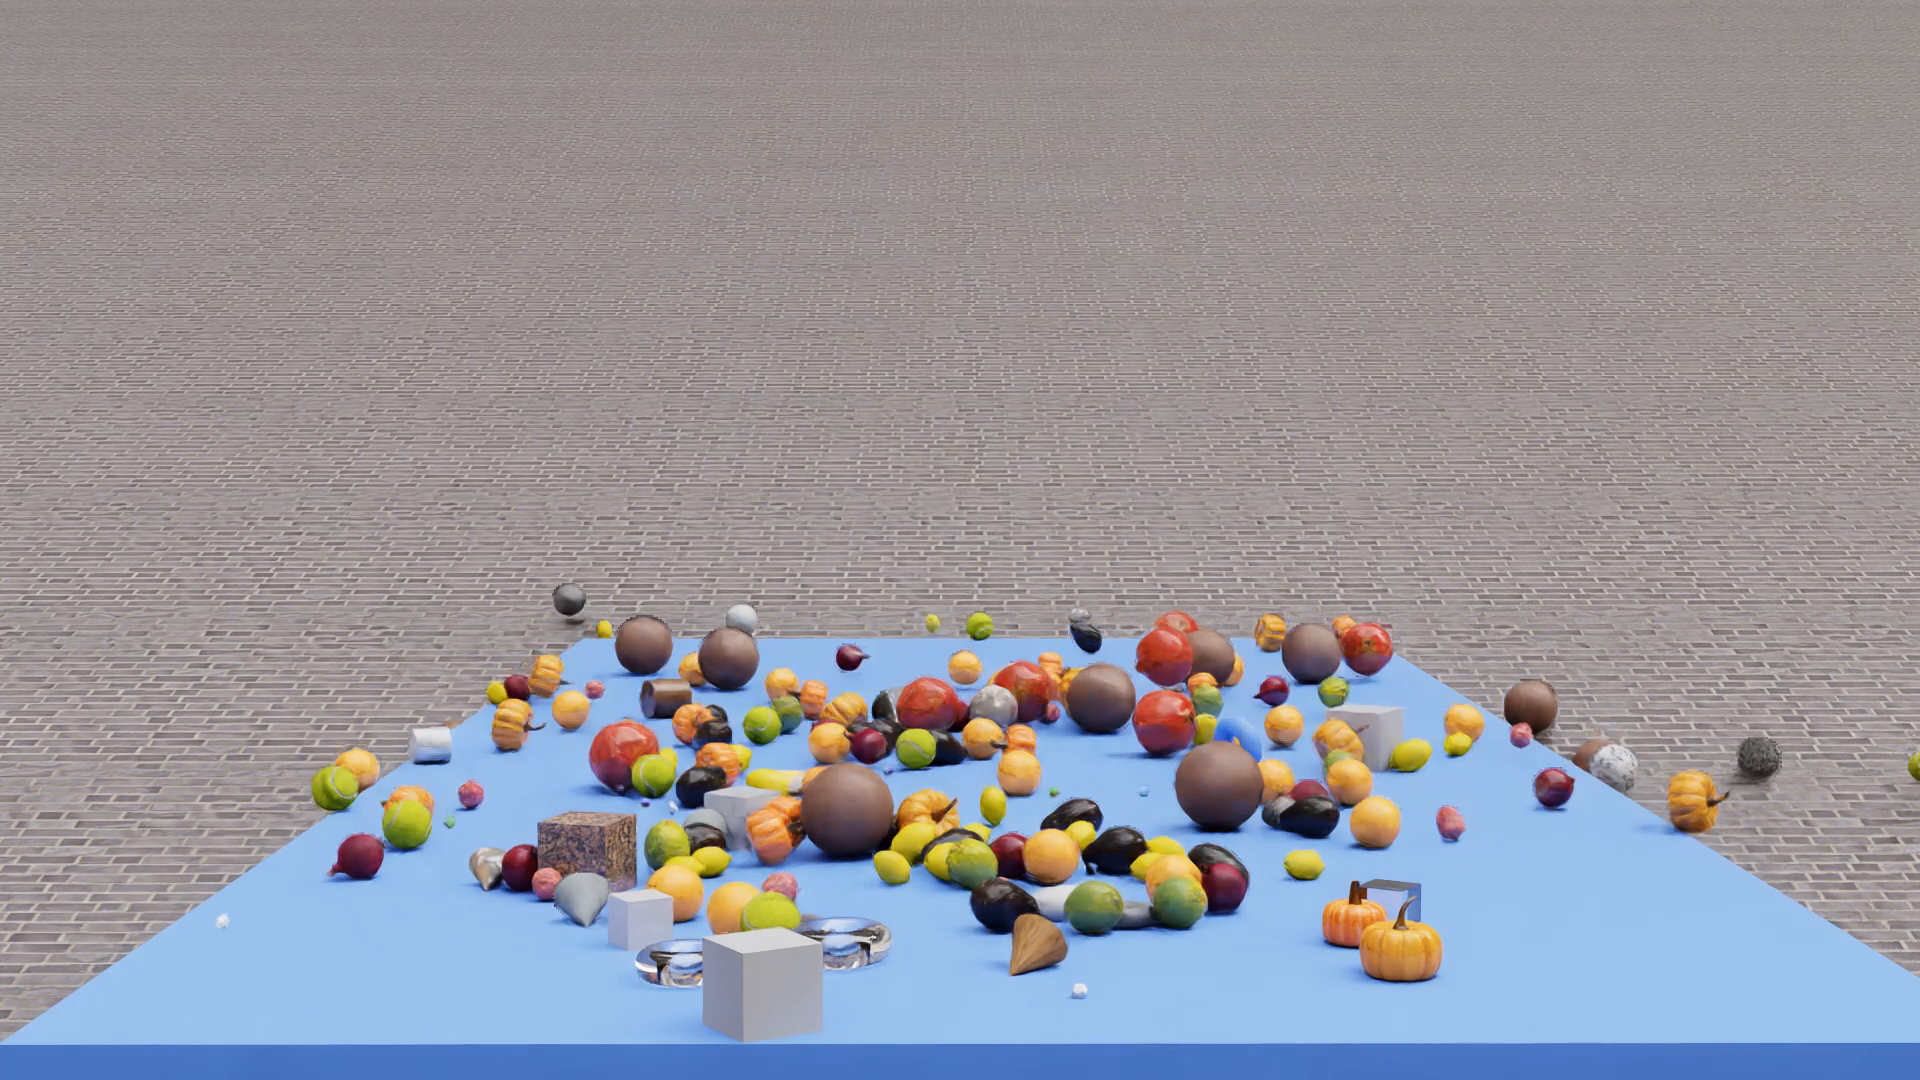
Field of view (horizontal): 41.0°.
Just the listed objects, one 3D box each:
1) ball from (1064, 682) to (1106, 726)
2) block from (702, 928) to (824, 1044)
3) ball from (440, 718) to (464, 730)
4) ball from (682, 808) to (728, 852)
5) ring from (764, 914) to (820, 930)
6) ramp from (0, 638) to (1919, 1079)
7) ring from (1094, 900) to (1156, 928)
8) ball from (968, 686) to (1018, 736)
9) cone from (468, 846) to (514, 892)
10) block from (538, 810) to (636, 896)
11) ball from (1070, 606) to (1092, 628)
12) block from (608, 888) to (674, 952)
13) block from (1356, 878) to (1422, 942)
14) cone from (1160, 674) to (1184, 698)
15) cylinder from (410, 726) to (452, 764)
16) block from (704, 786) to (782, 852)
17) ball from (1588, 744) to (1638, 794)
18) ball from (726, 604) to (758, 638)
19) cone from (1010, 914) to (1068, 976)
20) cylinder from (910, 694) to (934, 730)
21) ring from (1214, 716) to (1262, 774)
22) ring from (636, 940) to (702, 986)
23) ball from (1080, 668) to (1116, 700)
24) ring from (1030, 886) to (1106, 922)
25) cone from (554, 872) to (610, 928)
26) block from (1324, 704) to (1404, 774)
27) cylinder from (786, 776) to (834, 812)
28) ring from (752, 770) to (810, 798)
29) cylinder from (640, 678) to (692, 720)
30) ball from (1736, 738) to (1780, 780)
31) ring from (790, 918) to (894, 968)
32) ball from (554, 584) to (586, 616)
[{"bbox_3d":[0.238,0.312,4.876,0.081,0.081,0.081,0,20,0],"label":"ball"},{"bbox_3d":[-0.200,0.449,2.595,0.090,0.090,0.090,-2,4,-32],"label":"block"},{"bbox_3d":[-1.197,0.466,6.089,0.086,0.086,0.086,0,20,0],"label":"ball"},{"bbox_3d":[-0.354,0.403,3.562,0.062,0.062,0.062,0,20,0],"label":"ball"},{"bbox_3d":[-0.191,0.455,3.004,0.078,0.026,0.078,-1,3,0],"label":"ring"},{"bbox_3d":[0.047,0.424,4.534,2.000,0.100,4.000,0,4,0],"label":"ramp"},{"bbox_3d":[0.198,0.450,3.089,0.075,0.025,0.075,1,3,0],"label":"ring"},{"bbox_3d":[0.062,0.314,4.744,0.092,0.092,0.092,0,20,0],"label":"ball"},{"bbox_3d":[-0.608,0.436,3.314,0.058,0.058,0.058,-1,30,-3],"label":"cone"},{"bbox_3d":[-0.477,0.403,3.291,0.094,0.094,0.094,1,4,17],"label":"block"},{"bbox_3d":[0.321,0.205,6.846,0.058,0.058,0.058,0,20,0],"label":"ball"},{"bbox_3d":[-0.371,0.441,2.983,0.057,0.057,0.057,-2,4,-31],"label":"block"},{"bbox_3d":[0.506,0.437,3.034,0.058,0.058,0.058,2,4,33],"label":"block"},{"bbox_3d":[0.425,0.312,5.288,0.051,0.051,0.051,14,34,34],"label":"cone"},{"bbox_3d":[-0.907,0.352,4.399,0.060,0.060,0.060,-2,19,-22],"label":"cylinder"},{"bbox_3d":[-0.306,0.392,3.612,0.077,0.077,0.077,2,4,35],"label":"block"},{"bbox_3d":[1.161,0.408,4.563,0.088,0.088,0.088,0,20,0],"label":"ball"},{"bbox_3d":[-0.573,0.213,6.739,0.085,0.085,0.085,0,20,0],"label":"ball"},{"bbox_3d":[0.072,0.462,2.844,0.069,0.069,0.069,12,36,30],"label":"cone"},{"bbox_3d":[-0.077,0.324,4.845,0.060,0.060,0.060,0,4,0],"label":"cylinder"},{"bbox_3d":[0.461,0.340,4.265,0.034,0.102,0.102,-18,26,-35],"label":"ring"},{"bbox_3d":[-0.300,0.462,2.809,0.111,0.037,0.111,0,2,0],"label":"ring"},{"bbox_3d":[0.281,0.295,5.238,0.070,0.070,0.070,0,20,0],"label":"ball"},{"bbox_3d":[0.133,0.444,3.142,0.094,0.031,0.094,-1,4,0],"label":"ring"},{"bbox_3d":[-0.452,0.448,3.095,0.067,0.067,0.067,-4,32,-11],"label":"cone"},{"bbox_3d":[0.684,0.335,4.345,0.100,0.100,0.100,2,4,32],"label":"block"},{"bbox_3d":[-0.228,0.386,3.915,0.051,0.051,0.051,-18,14,-40],"label":"cylinder"},{"bbox_3d":[-0.279,0.387,4.061,0.101,0.034,0.101,-1,4,0],"label":"ring"},{"bbox_3d":[-0.570,0.308,4.985,0.076,0.076,0.076,-2,19,-29],"label":"cylinder"},{"bbox_3d":[1.854,0.508,5.959,0.096,0.096,0.096,0,20,0],"label":"ball"},{"bbox_3d":[-0.137,0.455,2.898,0.123,0.041,0.123,-2,3,0],"label":"ring"},{"bbox_3d":[-1.045,0.161,6.869,0.083,0.083,0.083,0,20,0],"label":"ball"}]
